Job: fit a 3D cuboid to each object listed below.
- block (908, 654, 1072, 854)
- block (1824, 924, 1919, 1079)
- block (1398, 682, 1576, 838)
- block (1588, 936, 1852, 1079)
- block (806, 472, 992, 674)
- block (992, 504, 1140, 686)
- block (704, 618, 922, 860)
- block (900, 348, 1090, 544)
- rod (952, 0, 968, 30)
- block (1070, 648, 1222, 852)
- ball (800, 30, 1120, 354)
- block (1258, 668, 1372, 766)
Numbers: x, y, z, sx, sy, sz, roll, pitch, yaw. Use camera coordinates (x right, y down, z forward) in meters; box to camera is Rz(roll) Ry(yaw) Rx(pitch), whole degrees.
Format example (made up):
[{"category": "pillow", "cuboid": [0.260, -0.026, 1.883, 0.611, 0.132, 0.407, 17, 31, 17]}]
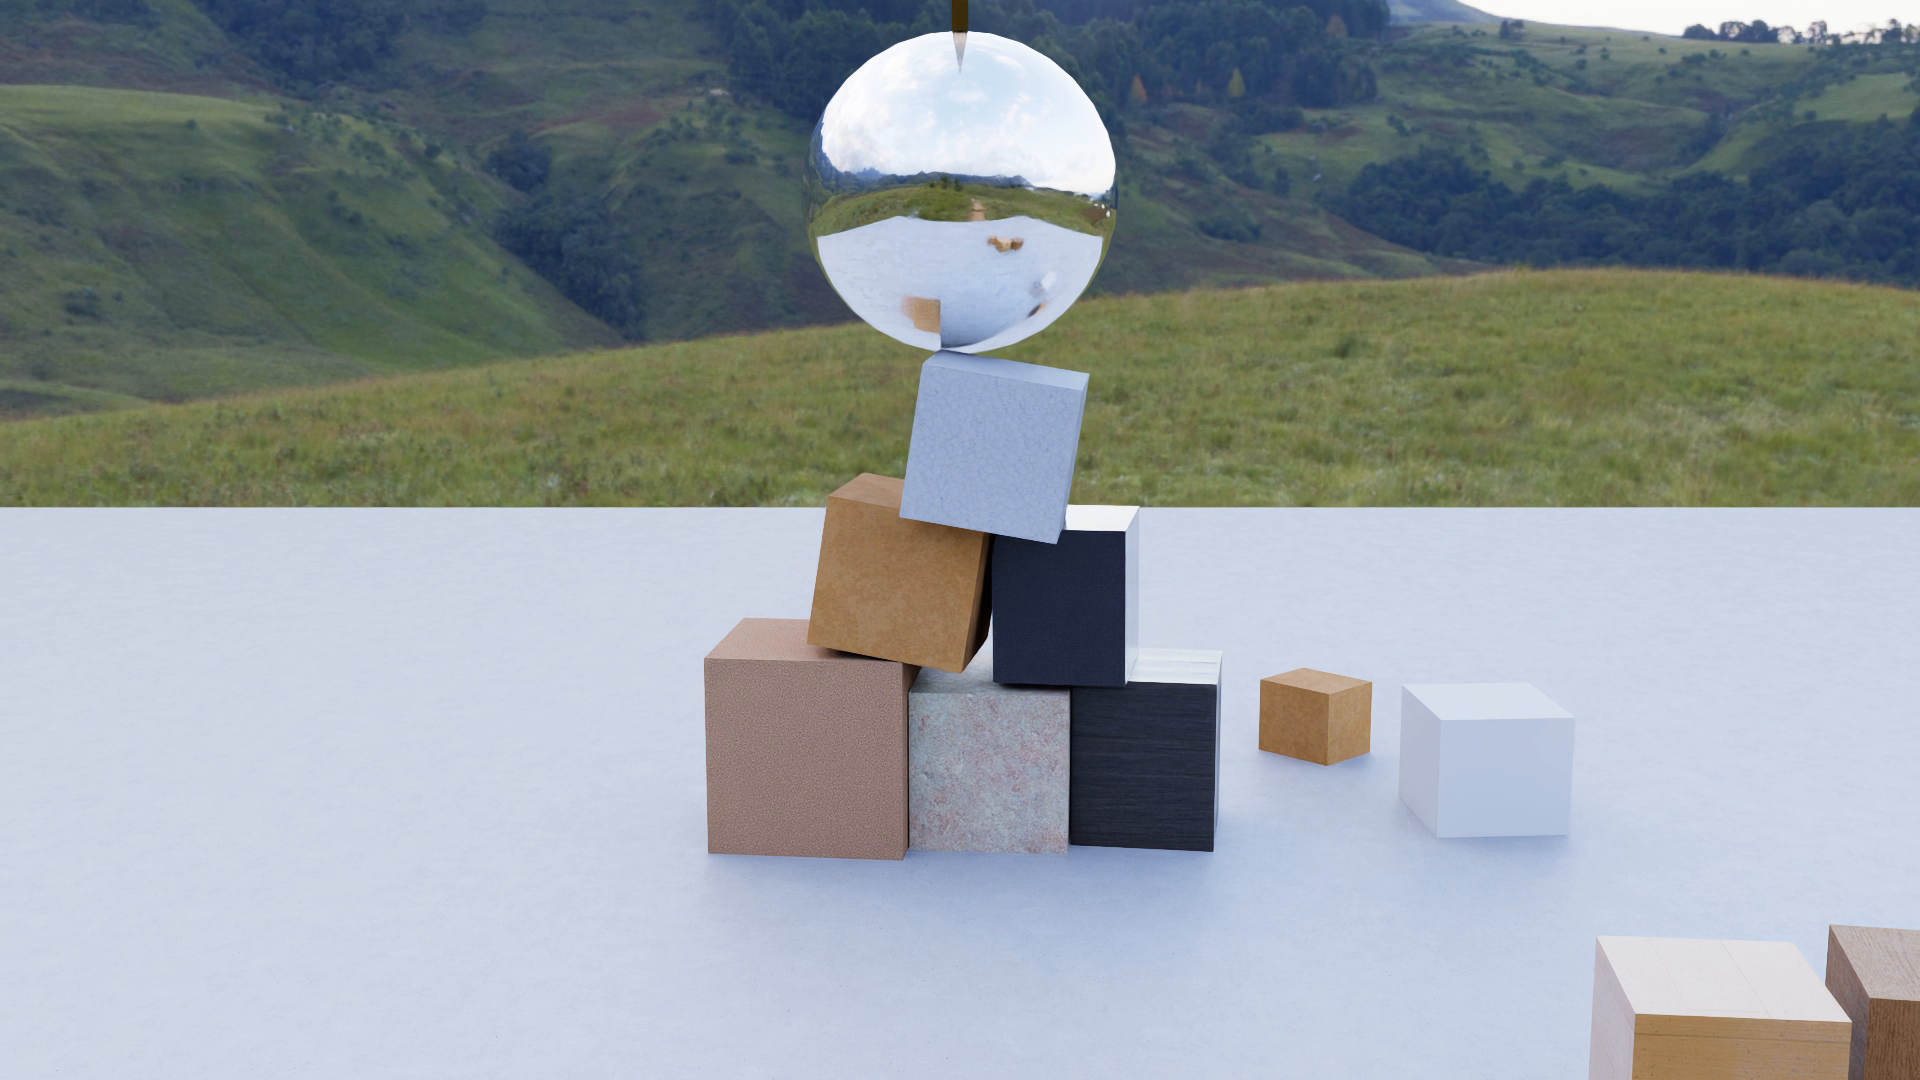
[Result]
[{"category": "block", "cuboid": [0.185, 1.084, 11.342, 0.792, 0.810, 0.871, 1, 10, 6]}, {"category": "block", "cuboid": [3.496, 1.815, 7.840, 0.663, 0.624, 0.727, 2, 10, 11]}, {"category": "block", "cuboid": [2.750, 1.144, 11.546, 0.691, 0.619, 0.740, -1, 10, -4]}, {"category": "block", "cuboid": [2.587, 1.830, 7.572, 0.683, 0.690, 0.723, 1, 10, 6]}, {"category": "block", "cuboid": [-0.246, 0.149, 11.036, 0.779, 0.745, 0.814, 11, 11, 8]}, {"category": "block", "cuboid": [0.544, 0.265, 11.125, 0.657, 0.775, 0.734, 1, 10, 10]}, {"category": "block", "cuboid": [-0.716, 0.998, 11.281, 0.981, 1.000, 0.937, 1, 10, 6]}, {"category": "block", "cuboid": [0.178, -0.466, 10.632, 0.753, 0.734, 0.738, 10, 11, 4]}, {"category": "rod", "cuboid": [0.000, -5.064, 10.343, 0.080, 5.200, 0.080, 0, 12, 0]}, {"category": "block", "cuboid": [0.968, 1.061, 11.323, 0.716, 0.862, 0.732, 2, 10, 9]}, {"category": "ball", "cuboid": [0.000, -1.740, 11.057, 1.600, 1.600, 1.600, 0, 10, 0]}, {"category": "block", "cuboid": [2.063, 1.021, 12.776, 0.415, 0.421, 0.492, -10, 14, -43]}]
